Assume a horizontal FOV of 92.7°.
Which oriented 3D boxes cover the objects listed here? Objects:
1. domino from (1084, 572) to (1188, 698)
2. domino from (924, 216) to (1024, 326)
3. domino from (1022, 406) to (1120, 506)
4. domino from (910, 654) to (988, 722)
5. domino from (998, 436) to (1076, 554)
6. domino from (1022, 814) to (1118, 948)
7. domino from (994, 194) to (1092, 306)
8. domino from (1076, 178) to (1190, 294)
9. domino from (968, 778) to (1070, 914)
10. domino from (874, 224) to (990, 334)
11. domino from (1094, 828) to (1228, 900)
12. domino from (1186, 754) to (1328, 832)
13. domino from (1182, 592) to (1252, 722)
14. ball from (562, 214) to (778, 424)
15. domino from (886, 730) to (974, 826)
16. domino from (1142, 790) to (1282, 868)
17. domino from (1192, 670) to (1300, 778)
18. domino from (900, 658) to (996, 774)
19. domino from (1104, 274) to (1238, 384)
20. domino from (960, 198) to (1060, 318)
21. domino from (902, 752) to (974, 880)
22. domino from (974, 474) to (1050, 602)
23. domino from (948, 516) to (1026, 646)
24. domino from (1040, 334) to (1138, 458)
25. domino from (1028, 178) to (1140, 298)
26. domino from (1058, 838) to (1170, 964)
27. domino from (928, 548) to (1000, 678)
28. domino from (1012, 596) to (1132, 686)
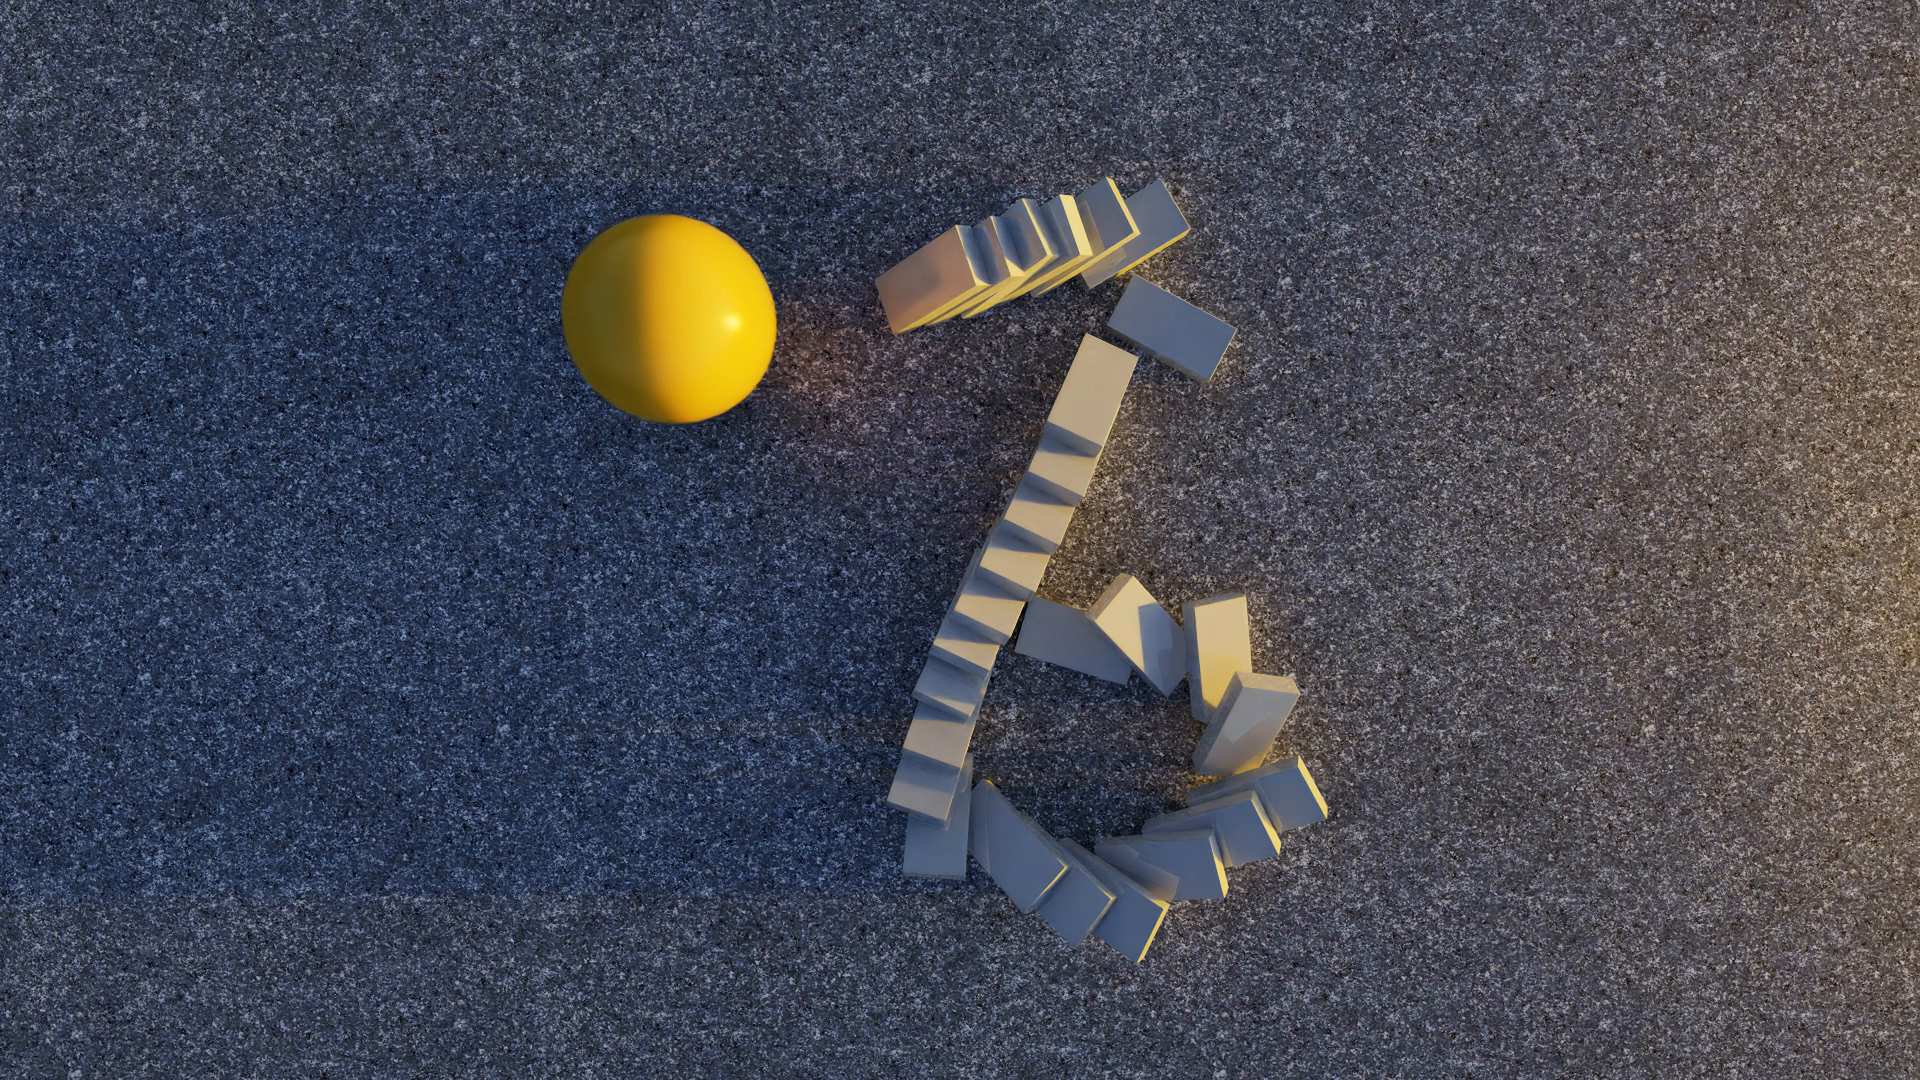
[{"bbox_3d":[0.078,0.040,0.385,0.050,0.010,0.025,45,80,-19],"label":"domino"},{"bbox_3d":[0.001,-0.110,0.380,0.050,0.010,0.025,-19,90,42],"label":"domino"},{"bbox_3d":[0.047,-0.041,0.384,0.025,0.009,0.050,25,63,0],"label":"domino"},{"bbox_3d":[0.001,0.048,0.384,0.025,0.010,0.050,25,62,0],"label":"domino"},{"bbox_3d":[0.037,-0.021,0.384,0.025,0.010,0.050,26,61,0],"label":"domino"},{"bbox_3d":[0.038,0.142,0.383,0.050,0.010,0.025,38,93,28],"label":"domino"},{"bbox_3d":[0.029,-0.119,0.380,0.050,0.009,0.025,-19,90,42],"label":"domino"},{"bbox_3d":[0.070,-0.131,0.395,0.050,0.010,0.025,-31,90,0],"label":"domino"},{"bbox_3d":[0.019,0.128,0.384,0.025,0.009,0.050,-48,61,0],"label":"domino"},{"bbox_3d":[-0.012,-0.107,0.380,0.050,0.009,0.025,-19,90,42],"label":"domino"},{"bbox_3d":[0.084,0.137,0.385,0.050,0.009,0.025,-14,90,27],"label":"domino"},{"bbox_3d":[0.124,0.110,0.383,0.050,0.009,0.025,-28,94,28],"label":"domino"},{"bbox_3d":[0.109,0.049,0.388,0.025,0.009,0.050,-10,100,-17],"label":"domino"},{"bbox_3d":[-0.113,-0.086,0.360,0.080,0.080,0.080,0,90,0],"label":"ball"},{"bbox_3d":[-0.011,0.090,0.384,0.025,0.010,0.050,18,62,2],"label":"domino"},{"bbox_3d":[0.105,0.124,0.384,0.050,0.009,0.025,-26,91,27],"label":"domino"},{"bbox_3d":[0.118,0.078,0.381,0.025,0.009,0.050,9,122,-11],"label":"domino"},{"bbox_3d":[-0.005,0.069,0.384,0.025,0.010,0.050,20,62,1],"label":"domino"},{"bbox_3d":[0.090,-0.091,0.395,0.050,0.010,0.025,28,90,0],"label":"domino"},{"bbox_3d":[0.016,-0.115,0.379,0.050,0.010,0.025,-27,85,42],"label":"domino"},{"bbox_3d":[-0.009,0.114,0.383,0.025,0.010,0.050,3,60,4],"label":"domino"},{"bbox_3d":[0.027,-0.001,0.383,0.025,0.009,0.050,26,58,0],"label":"domino"},{"bbox_3d":[0.017,0.016,0.381,0.025,0.010,0.050,26,58,0],"label":"domino"},{"bbox_3d":[0.055,-0.061,0.385,0.025,0.010,0.050,25,63,0],"label":"domino"},{"bbox_3d":[0.047,-0.126,0.384,0.050,0.010,0.025,-27,90,29],"label":"domino"},{"bbox_3d":[0.059,0.150,0.383,0.050,0.010,0.025,27,94,30],"label":"domino"},{"bbox_3d":[0.008,0.030,0.383,0.025,0.010,0.050,25,58,0],"label":"domino"},{"bbox_3d":[0.051,0.043,0.395,0.050,0.010,0.025,17,90,0],"label":"domino"}]
